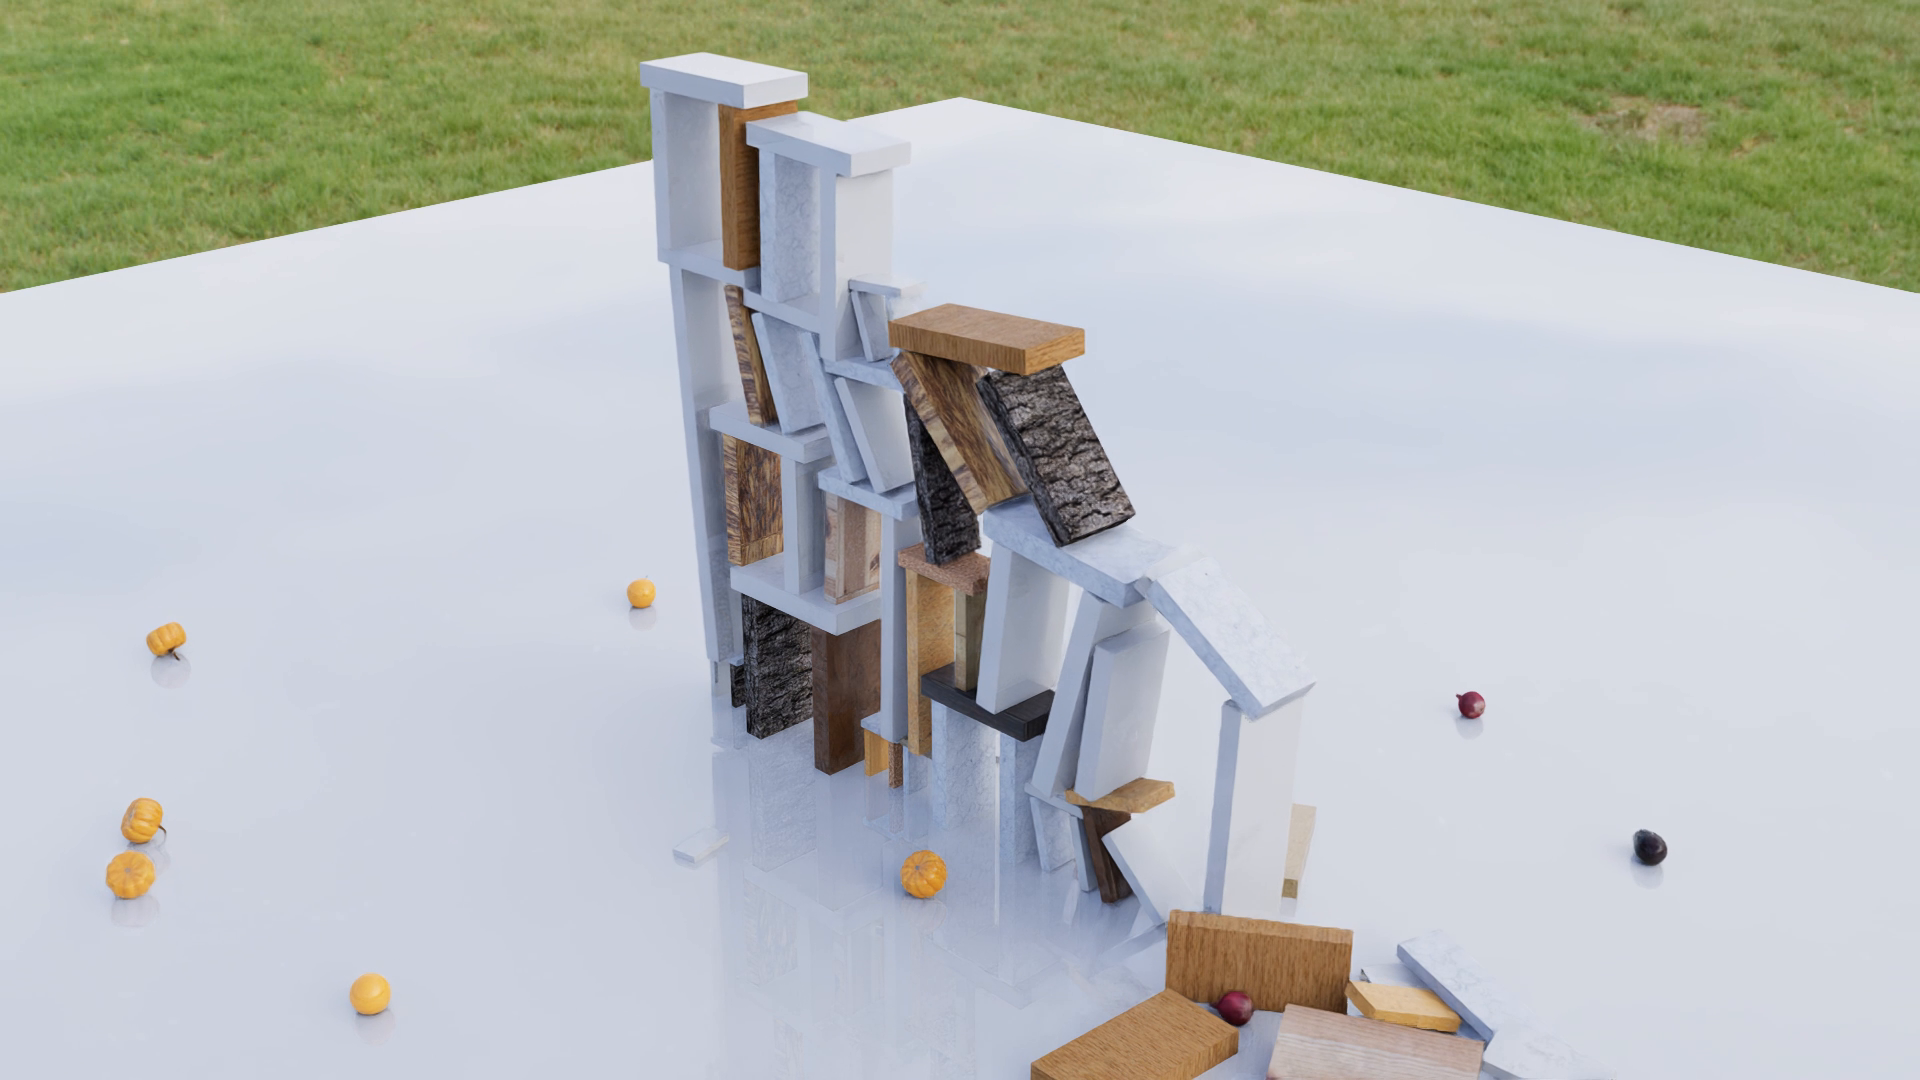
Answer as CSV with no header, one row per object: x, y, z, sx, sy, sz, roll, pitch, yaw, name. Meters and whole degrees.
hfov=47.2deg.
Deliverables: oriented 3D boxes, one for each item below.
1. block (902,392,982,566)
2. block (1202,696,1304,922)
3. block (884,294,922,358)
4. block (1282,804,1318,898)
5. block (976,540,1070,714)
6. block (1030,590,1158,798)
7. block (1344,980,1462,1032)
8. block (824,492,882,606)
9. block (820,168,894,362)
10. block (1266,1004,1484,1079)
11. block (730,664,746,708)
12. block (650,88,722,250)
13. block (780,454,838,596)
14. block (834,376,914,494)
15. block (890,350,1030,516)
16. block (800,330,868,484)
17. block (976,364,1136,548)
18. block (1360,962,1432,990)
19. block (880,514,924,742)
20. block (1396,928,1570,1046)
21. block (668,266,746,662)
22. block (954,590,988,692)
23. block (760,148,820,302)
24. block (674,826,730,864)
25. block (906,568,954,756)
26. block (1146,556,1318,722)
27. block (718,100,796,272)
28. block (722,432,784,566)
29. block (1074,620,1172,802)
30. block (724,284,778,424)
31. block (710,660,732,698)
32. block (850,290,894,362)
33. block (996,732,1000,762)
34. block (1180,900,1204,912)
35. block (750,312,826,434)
-0.033,-0.131,4.209,0.118,0.336,0.033,-21,20,-40,block
0.513,0.506,3.882,0.157,0.535,0.045,-18,32,-35,block
-0.099,-0.398,4.157,0.070,0.140,0.020,-18,14,-36,block
0.607,0.598,4.298,0.144,0.041,0.288,7,24,14,block
0.125,0.142,4.151,0.175,0.351,0.050,-21,38,-40,block
0.254,0.262,4.050,0.176,0.452,0.050,-21,46,-40,block
0.759,0.799,3.769,0.182,0.026,0.091,12,17,-25,block
-0.217,0.001,4.470,0.034,0.243,0.121,25,33,39,block
-0.198,-0.539,4.208,0.043,0.373,0.151,22,32,38,block
0.678,0.867,3.597,0.327,0.046,0.163,8,41,18,block
-0.484,0.315,4.883,0.015,0.106,0.053,21,31,41,block
-0.547,-0.768,4.486,0.162,0.324,0.046,-21,31,-40,block
-0.296,-0.049,4.521,0.042,0.296,0.148,20,30,38,block
-0.153,-0.218,4.302,0.118,0.236,0.033,-21,2,-41,block
0.022,-0.219,4.109,0.167,0.334,0.047,-21,-14,-39,block
-0.217,-0.275,4.342,0.123,0.306,0.035,-21,8,-40,block
0.173,-0.164,3.966,0.167,0.334,0.047,-20,-10,-39,block
0.811,0.781,3.887,0.182,0.026,0.091,-5,23,-11,block
-0.102,0.163,4.416,0.121,0.498,0.034,-21,32,-40,block
0.900,0.794,3.803,0.097,0.028,0.336,-13,33,-26,block
-0.517,-0.169,4.721,0.040,0.881,0.141,15,27,41,block
0.038,0.179,4.252,0.104,0.208,0.029,-21,31,-40,block
-0.322,-0.630,4.312,0.043,0.302,0.151,22,31,37,block
-0.509,0.599,4.329,0.053,0.015,0.106,15,27,31,block
-0.057,0.230,4.379,0.029,0.402,0.104,21,30,40,block
0.461,0.164,3.733,0.144,0.041,0.288,-21,63,-40,block
-0.396,-0.708,4.343,0.046,0.324,0.162,22,31,39,block
-0.425,-0.105,4.654,0.148,0.296,0.042,-21,31,-40,block
0.296,0.312,4.020,0.045,0.315,0.158,29,35,36,block
-0.387,-0.392,4.479,0.141,0.283,0.040,-21,17,-40,block
-0.534,0.295,4.929,0.015,0.106,0.053,21,31,41,block
-0.163,-0.418,4.218,0.070,0.140,0.020,-22,13,-41,block
0.091,0.443,4.696,0.053,0.015,0.106,9,25,20,block
0.462,0.696,3.997,0.194,0.097,0.028,-16,28,-33,block
-0.332,-0.350,4.434,0.123,0.246,0.035,-21,10,-40,block
